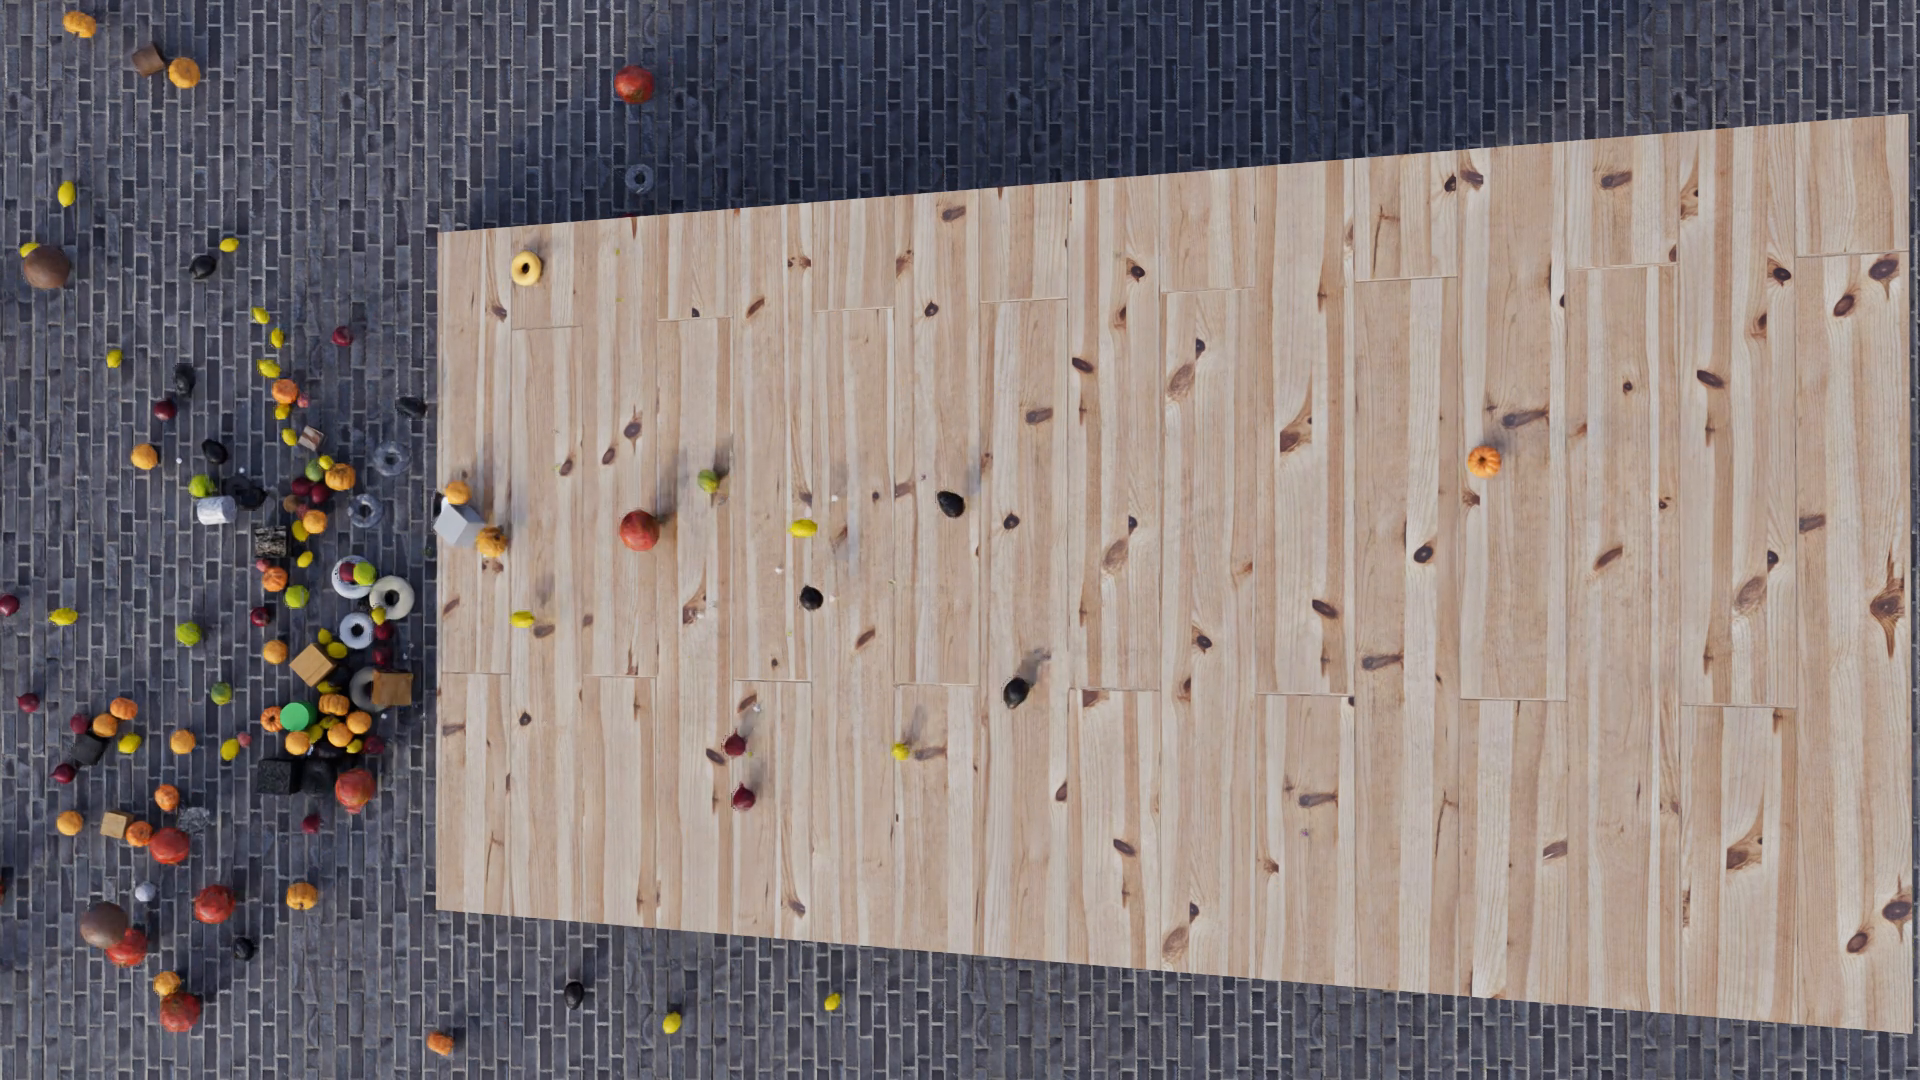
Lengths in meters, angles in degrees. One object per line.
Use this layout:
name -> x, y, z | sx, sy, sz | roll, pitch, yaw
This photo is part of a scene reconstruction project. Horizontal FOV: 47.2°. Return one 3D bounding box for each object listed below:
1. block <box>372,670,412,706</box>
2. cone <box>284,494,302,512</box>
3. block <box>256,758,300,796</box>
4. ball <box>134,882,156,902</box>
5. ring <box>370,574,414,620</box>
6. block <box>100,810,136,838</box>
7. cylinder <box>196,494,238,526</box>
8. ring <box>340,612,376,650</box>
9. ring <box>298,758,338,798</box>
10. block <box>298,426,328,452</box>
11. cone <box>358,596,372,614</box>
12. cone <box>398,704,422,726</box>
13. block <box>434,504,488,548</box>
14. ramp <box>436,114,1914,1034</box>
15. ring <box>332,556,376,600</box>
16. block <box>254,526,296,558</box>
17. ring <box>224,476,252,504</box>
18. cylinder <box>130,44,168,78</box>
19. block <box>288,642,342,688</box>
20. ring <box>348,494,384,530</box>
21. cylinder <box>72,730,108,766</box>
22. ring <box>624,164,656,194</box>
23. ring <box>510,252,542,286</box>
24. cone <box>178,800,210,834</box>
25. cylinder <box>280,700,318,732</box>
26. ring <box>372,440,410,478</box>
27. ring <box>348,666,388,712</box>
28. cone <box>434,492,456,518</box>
block -> -1.679, 0.437, 6.501 | 0.096, 0.096, 0.096 | 3, 93, -25
cone -> -2.001, -0.109, 6.563 | 0.056, 0.056, 0.056 | 0, 89, 0
block -> -2.024, 0.702, 6.534 | 0.097, 0.097, 0.097 | 4, 89, 0
ball -> -2.426, 1.048, 6.548 | 0.059, 0.059, 0.059 | 0, 89, 0
ring -> -1.695, 0.172, 6.566 | 0.136, 0.045, 0.136 | 0, 89, 0
block -> -2.508, 0.846, 6.547 | 0.067, 0.067, 0.067 | 14, 89, 0
cylinder -> -2.210, -0.089, 6.542 | 0.082, 0.082, 0.082 | -9, 89, 20
ring -> -1.799, 0.271, 6.568 | 0.111, 0.037, 0.111 | 0, 85, 1
ring -> -1.916, 0.710, 6.557 | 0.123, 0.041, 0.123 | 0, 92, 7
block -> -1.930, -0.302, 6.565 | 0.057, 0.057, 0.057 | 28, 89, 0
cone -> -1.780, 0.196, 6.561 | 0.053, 0.053, 0.053 | 0, 89, 0
cone -> -1.650, 0.520, 6.545 | 0.072, 0.072, 0.072 | 0, 86, 3
block -> -1.457, -0.042, 6.408 | 0.090, 0.090, 0.090 | 40, 106, 20
ramp -> 0.281, 0.081, 5.685 | 4.000, 0.100, 2.000 | 0, 89, 25
ring -> -1.810, 0.111, 6.567 | 0.131, 0.044, 0.131 | 0, 88, 1
block -> -2.038, 0.006, 6.544 | 0.092, 0.092, 0.092 | -2, 89, 0
ring -> -2.159, -0.150, 6.577 | 0.087, 0.029, 0.087 | 0, 92, -3
cylinder -> -2.421, -1.433, 6.568 | 0.076, 0.076, 0.076 | -27, 89, 0
block -> -1.917, 0.371, 6.540 | 0.092, 0.092, 0.092 | -44, 90, 0
ring -> -1.778, -0.086, 6.573 | 0.108, 0.036, 0.108 | 0, 90, -1
cylinder -> -2.588, 0.620, 6.544 | 0.077, 0.077, 0.077 | 29, 90, 0
ring -> -0.959, -1.081, 6.587 | 0.093, 0.031, 0.093 | 0, 89, -1
ring -> -1.253, -0.784, 6.351 | 0.101, 0.034, 0.101 | -1, 88, 27
cone -> -2.300, 0.804, 6.551 | 0.099, 0.099, 0.099 | -47, 52, 0
cylinder -> -1.967, 0.524, 6.541 | 0.086, 0.086, 0.086 | 0, 89, 0
ring -> -1.699, -0.243, 6.574 | 0.112, 0.037, 0.112 | 0, 90, -1
ring -> -1.752, 0.444, 6.560 | 0.139, 0.046, 0.139 | 0, 90, -6
cone -> -1.497, -0.098, 6.457 | 0.081, 0.081, 0.081 | 6, 89, -1
